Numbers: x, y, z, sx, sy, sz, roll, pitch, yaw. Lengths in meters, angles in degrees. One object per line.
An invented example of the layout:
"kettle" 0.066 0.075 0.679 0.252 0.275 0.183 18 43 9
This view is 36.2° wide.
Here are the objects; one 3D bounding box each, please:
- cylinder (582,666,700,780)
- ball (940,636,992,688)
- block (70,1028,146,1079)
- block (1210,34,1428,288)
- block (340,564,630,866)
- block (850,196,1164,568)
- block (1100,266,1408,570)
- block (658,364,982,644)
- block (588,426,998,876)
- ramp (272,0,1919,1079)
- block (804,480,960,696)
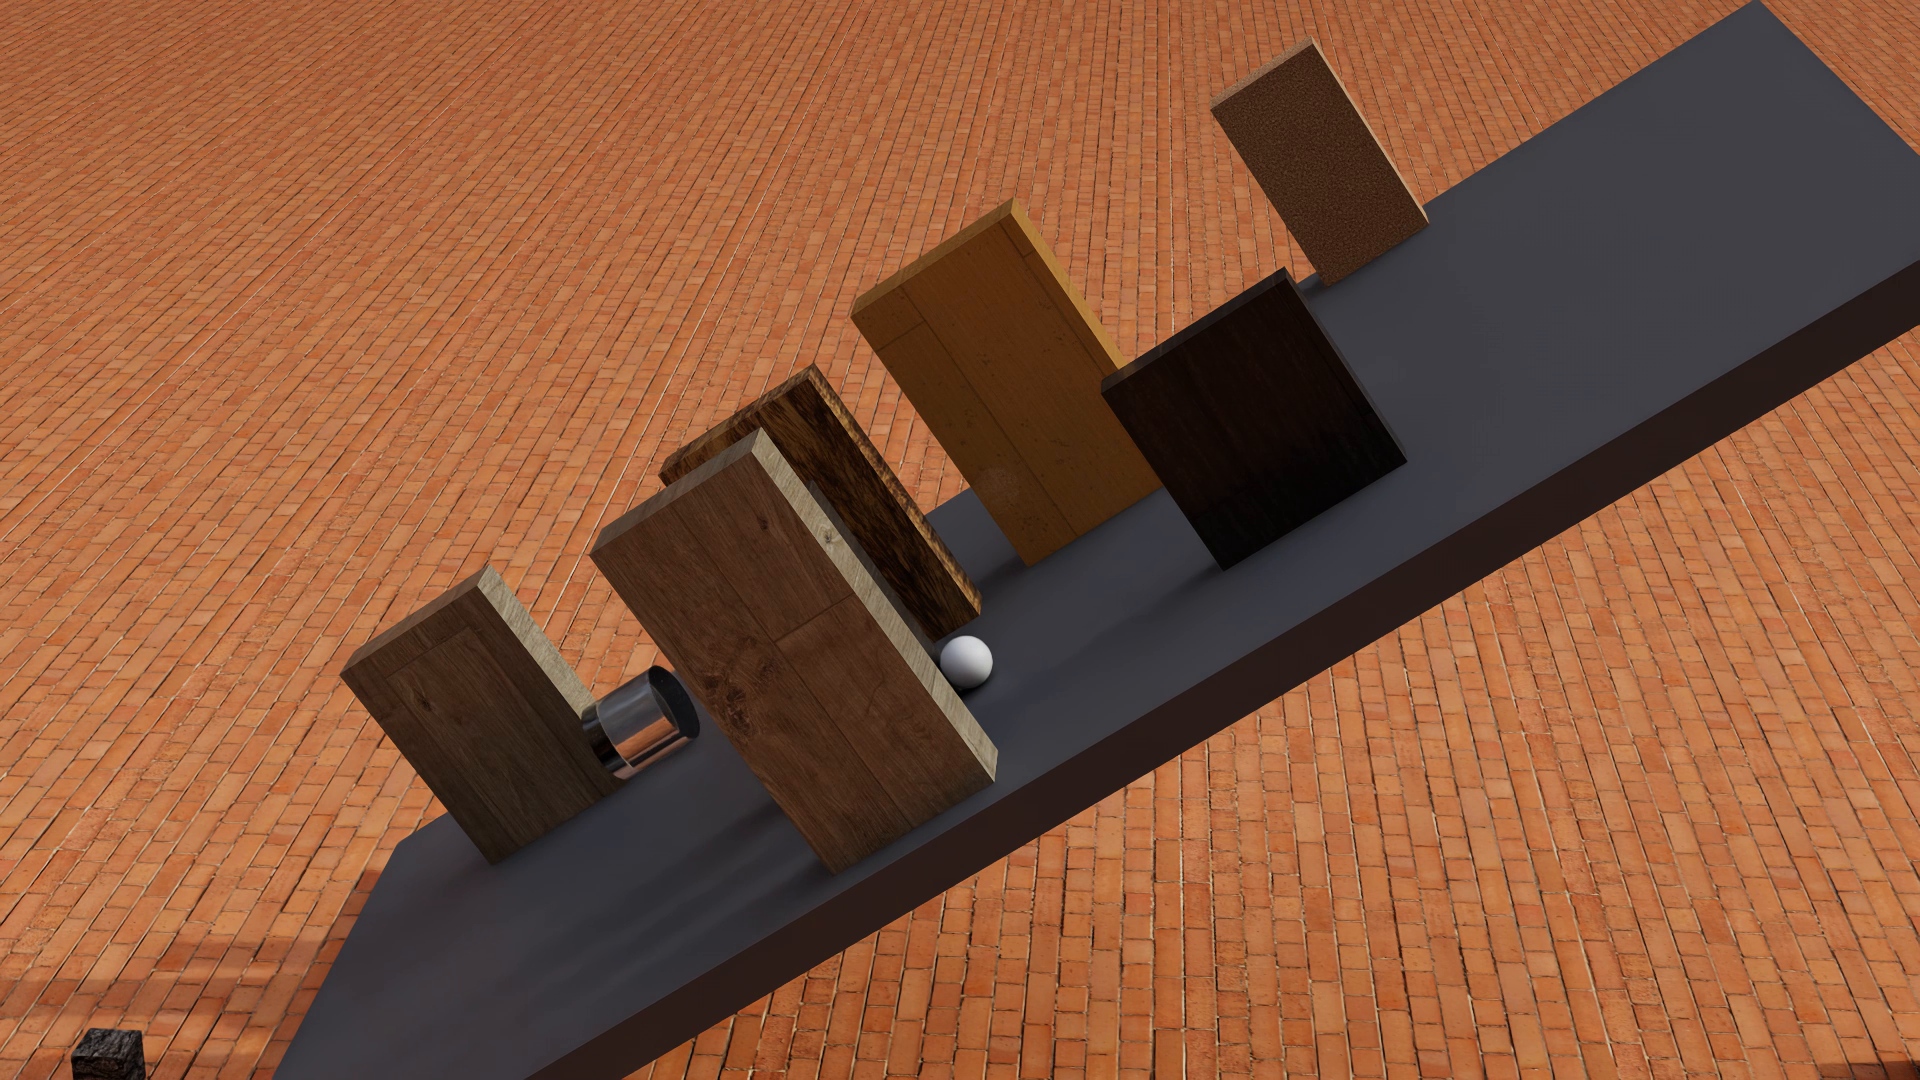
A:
"cylinder" -0.746 0.427 6.876 0.196 0.196 0.196 -31 15 15
"ball" 0.012 0.247 5.950 0.108 0.108 0.108 0 21 0
"block" -1.944 1.201 6.715 0.121 0.121 0.121 2 21 5
"block" 0.829 -0.873 6.793 0.276 0.504 0.105 -32 16 14
"block" -1.105 0.415 6.932 0.411 0.589 0.141 -32 16 14
"block" 0.132 -0.336 6.344 0.413 0.681 0.141 -32 16 14
"block" 0.557 -0.226 5.581 0.410 0.429 0.083 -32 16 14
"block" -0.298 -0.007 6.361 0.397 0.641 0.111 -32 16 14
"block" -0.301 0.213 5.450 0.366 0.773 0.138 -32 16 14
"ramp" 0.137 0.172 6.301 4.000 0.100 2.000 -32 16 14
"block" -0.327 0.218 5.958 0.426 0.530 0.134 -32 16 14
